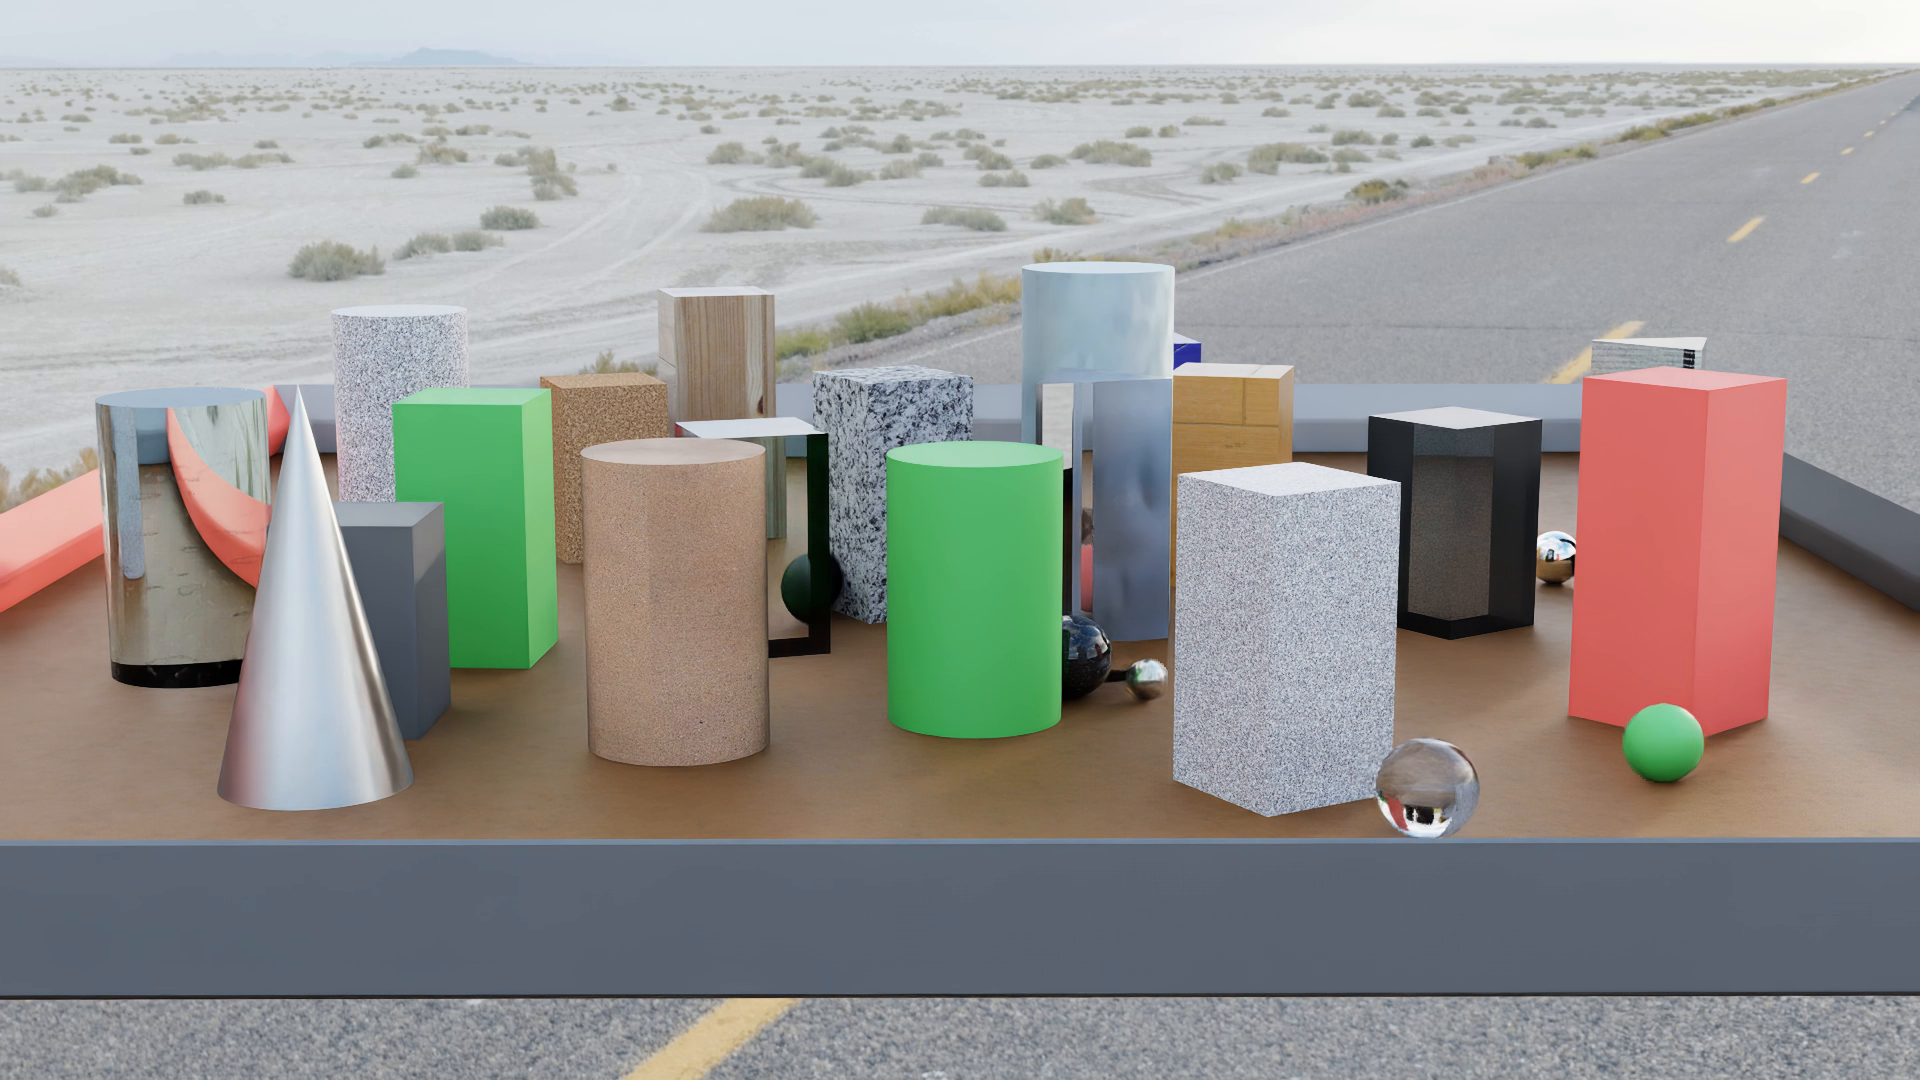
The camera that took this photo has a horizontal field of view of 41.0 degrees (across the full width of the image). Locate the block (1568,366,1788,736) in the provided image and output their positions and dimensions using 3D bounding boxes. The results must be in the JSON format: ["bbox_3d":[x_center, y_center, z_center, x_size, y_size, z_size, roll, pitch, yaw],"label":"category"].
[{"bbox_3d":[0.802,0.010,2.872,0.158,0.385,0.158,-9,14,-41],"label":"block"}]

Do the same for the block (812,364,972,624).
[{"bbox_3d":[-0.091,-0.066,3.463,0.158,0.318,0.158,-6,12,-30],"label":"block"}]

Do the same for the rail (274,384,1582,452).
[{"bbox_3d":[-0.008,-0.228,4.857,2.589,0.128,0.045,0,10,0],"label":"rail"}]

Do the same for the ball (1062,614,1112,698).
[{"bbox_3d":[0.130,0.135,2.990,0.096,0.096,0.096,0,10,0],"label":"ball"}]

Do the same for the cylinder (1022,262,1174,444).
[{"bbox_3d":[0.178,-0.122,3.355,0.197,0.469,0.197,0,10,0],"label":"cylinder"}]

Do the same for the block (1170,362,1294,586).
[{"bbox_3d":[0.384,-0.093,3.661,0.158,0.300,0.158,3,11,14],"label":"block"}]

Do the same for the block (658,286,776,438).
[{"bbox_3d":[-0.386,-0.209,4.083,0.158,0.374,0.158,-3,11,-16],"label":"block"}]

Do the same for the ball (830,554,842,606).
[{"bbox_3d":[-0.206,0.053,3.429,0.097,0.097,0.097,0,10,0],"label":"ball"}]

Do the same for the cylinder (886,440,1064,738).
[{"bbox_3d":[0.017,0.052,2.880,0.197,0.300,0.197,0,10,0],"label":"cylinder"}]

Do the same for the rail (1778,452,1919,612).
[{"bbox_3d":[1.271,0.032,3.456,0.045,0.128,2.912,0,10,0],"label":"rail"}]

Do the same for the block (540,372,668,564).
[{"bbox_3d":[-0.535,-0.112,3.870,0.158,0.261,0.158,-4,11,-20],"label":"block"}]

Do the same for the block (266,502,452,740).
[{"bbox_3d":[-0.668,0.087,2.864,0.158,0.237,0.158,0,10,1],"label":"block"}]

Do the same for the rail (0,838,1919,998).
[{"bbox_3d":[0.008,0.294,2.040,2.589,0.128,0.045,0,10,0],"label":"rail"}]

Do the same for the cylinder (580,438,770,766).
[{"bbox_3d":[-0.306,0.062,2.767,0.197,0.321,0.197,0,10,0],"label":"cylinder"}]

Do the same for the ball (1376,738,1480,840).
[{"bbox_3d":[0.445,0.236,2.440,0.098,0.098,0.098,0,10,0],"label":"ball"}]

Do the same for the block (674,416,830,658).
[{"bbox_3d":[-0.262,-0.004,3.239,0.158,0.279,0.158,-4,11,-19],"label":"block"}]

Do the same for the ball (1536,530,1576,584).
[{"bbox_3d":[0.845,0.025,3.642,0.076,0.076,0.076,0,10,0],"label":"ball"}]

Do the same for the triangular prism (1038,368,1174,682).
[{"bbox_3d":[0.146,-0.021,3.103,0.171,0.362,0.148,-4,11,-20],"label":"triangular prism"}]

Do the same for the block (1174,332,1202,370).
[{"bbox_3d":[0.273,-0.155,3.963,0.158,0.313,0.158,-2,11,-10],"label":"block"}]

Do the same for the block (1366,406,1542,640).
[{"bbox_3d":[0.646,-0.026,3.373,0.158,0.273,0.158,-7,13,-35],"label":"block"}]

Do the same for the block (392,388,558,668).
[{"bbox_3d":[-0.599,-0.018,3.187,0.158,0.325,0.158,1,11,4],"label":"block"}]

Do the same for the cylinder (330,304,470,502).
[{"bbox_3d":[-0.826,-0.157,3.815,0.197,0.370,0.197,0,10,0],"label":"cylinder"}]

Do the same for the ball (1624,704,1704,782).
[{"bbox_3d":[0.725,0.208,2.641,0.080,0.080,0.080,0,10,0],"label":"ball"}]

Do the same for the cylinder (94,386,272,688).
[{"bbox_3d":[-0.932,-0.007,3.101,0.197,0.335,0.197,0,10,0],"label":"cylinder"}]

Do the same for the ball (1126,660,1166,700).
[{"bbox_3d":[0.216,0.162,2.978,0.047,0.047,0.047,0,10,0],"label":"ball"}]

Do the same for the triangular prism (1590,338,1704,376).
[{"bbox_3d":[0.994,-0.106,3.602,0.148,0.348,0.171,-9,14,-41],"label":"triangular prism"}]

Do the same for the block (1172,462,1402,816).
[{"bbox_3d":[0.328,0.095,2.594,0.158,0.319,0.158,-6,12,-31],"label":"block"}]

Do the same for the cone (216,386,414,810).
[{"bbox_3d":[-0.661,0.047,2.598,0.197,0.413,0.197,0,10,0],"label":"cone"}]

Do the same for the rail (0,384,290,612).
[{"bbox_3d":[-1.271,0.034,3.442,0.045,0.128,2.912,0,10,0],"label":"rail"}]
